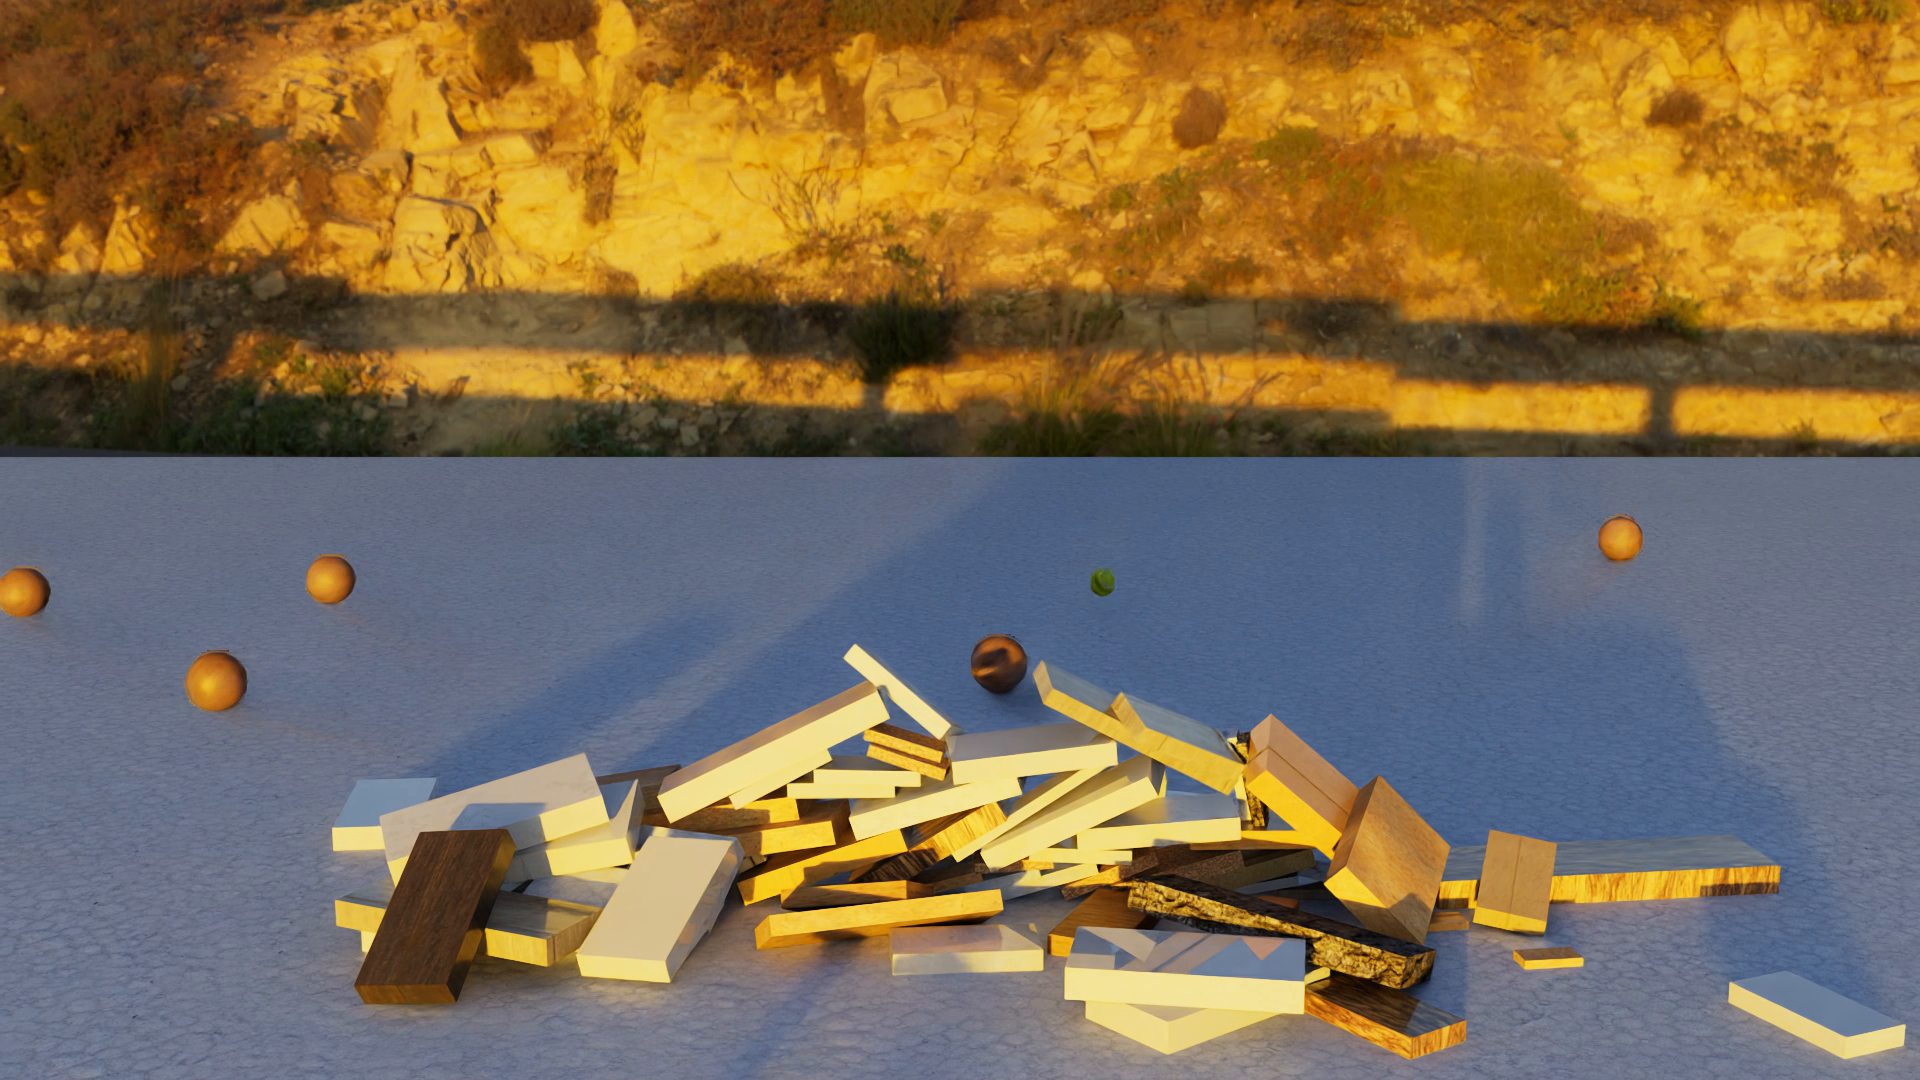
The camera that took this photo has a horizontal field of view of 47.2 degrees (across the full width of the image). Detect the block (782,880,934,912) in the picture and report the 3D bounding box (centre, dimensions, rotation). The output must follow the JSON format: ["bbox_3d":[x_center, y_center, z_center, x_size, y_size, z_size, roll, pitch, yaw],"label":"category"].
[{"bbox_3d":[-0.162,0.567,3.490,0.217,0.031,0.108,-7,-16,21],"label":"block"}]

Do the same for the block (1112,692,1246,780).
[{"bbox_3d":[0.354,0.317,3.561,0.214,0.030,0.107,23,19,-30],"label":"block"}]

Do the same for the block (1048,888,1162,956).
[{"bbox_3d":[0.233,0.609,3.478,0.114,0.032,0.228,5,11,23],"label":"block"}]

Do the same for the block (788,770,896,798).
[{"bbox_3d":[-0.194,0.404,3.655,0.176,0.025,0.088,-1,10,1],"label":"block"}]

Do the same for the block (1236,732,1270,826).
[{"bbox_3d":[0.485,0.396,3.647,0.020,0.142,0.071,-11,8,16],"label":"block"}]

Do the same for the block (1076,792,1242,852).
[{"bbox_3d":[0.321,0.463,3.612,0.264,0.037,0.132,-4,11,1],"label":"block"}]

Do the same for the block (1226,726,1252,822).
[{"bbox_3d":[0.468,0.390,3.675,0.020,0.142,0.071,-11,8,12],"label":"block"}]

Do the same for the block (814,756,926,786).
[{"bbox_3d":[-0.146,0.381,3.635,0.176,0.025,0.088,0,10,8],"label":"block"}]

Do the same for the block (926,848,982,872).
[{"bbox_3d":[-0.081,0.533,3.866,0.288,0.041,0.144,5,11,23],"label":"block"}]

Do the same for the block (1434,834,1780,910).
[{"bbox_3d":[1.063,0.558,3.710,0.589,0.048,0.168,-1,11,-8],"label":"block"}]

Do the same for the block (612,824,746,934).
[{"bbox_3d":[-0.520,0.541,3.576,0.309,0.044,0.154,4,50,23],"label":"block"}]

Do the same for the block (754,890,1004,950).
[{"bbox_3d":[-0.126,0.592,3.429,0.371,0.032,0.114,-3,-19,-18],"label":"block"}]

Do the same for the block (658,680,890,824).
[{"bbox_3d":[-0.309,0.347,3.661,0.395,0.049,0.172,-25,6,-2],"label":"block"}]

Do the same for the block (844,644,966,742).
[{"bbox_3d":[-0.091,0.260,3.683,0.217,0.031,0.108,39,1,18],"label":"block"}]

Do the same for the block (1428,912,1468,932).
[{"bbox_3d":[0.760,0.611,3.519,0.093,0.013,0.046,-2,11,-9],"label":"block"}]

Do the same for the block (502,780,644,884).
[{"bbox_3d":[-0.696,0.484,3.580,0.344,0.049,0.172,-10,26,4],"label":"block"}]

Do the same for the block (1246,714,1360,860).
[{"bbox_3d":[0.611,0.448,3.605,0.337,0.048,0.168,40,28,-11],"label":"block"}]

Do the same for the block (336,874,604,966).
[{"bbox_3d":[-0.753,0.579,3.376,0.395,0.042,0.147,5,12,25],"label":"block"}]

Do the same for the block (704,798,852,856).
[{"bbox_3d":[-0.332,0.488,3.677,0.279,0.040,0.139,-9,7,10],"label":"block"}]

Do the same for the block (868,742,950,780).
[{"bbox_3d":[-0.081,0.357,3.605,0.131,0.019,0.066,18,12,8],"label":"block"}]

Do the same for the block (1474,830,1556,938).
[{"bbox_3d":[0.902,0.555,3.567,0.110,0.031,0.220,11,30,14],"label":"block"}]

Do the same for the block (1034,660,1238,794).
[{"bbox_3d":[0.286,0.305,3.581,0.360,0.030,0.107,27,17,-17],"label":"block"}]

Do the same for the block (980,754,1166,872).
[{"bbox_3d":[0.185,0.439,3.578,0.307,0.037,0.132,-27,9,16],"label":"block"}]

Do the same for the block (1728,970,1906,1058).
[{"bbox_3d":[1.217,0.674,3.133,0.110,0.031,0.220,-5,12,-24],"label":"block"}]

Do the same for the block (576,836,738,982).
[{"bbox_3d":[-0.462,0.563,3.375,0.144,0.041,0.288,1,30,17],"label":"block"}]

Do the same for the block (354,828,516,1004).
[{"bbox_3d":[-0.780,0.559,3.284,0.147,0.042,0.294,-4,40,14],"label":"block"}]

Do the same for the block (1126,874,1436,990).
[{"bbox_3d":[0.483,0.586,3.319,0.434,0.047,0.166,13,0,27],"label":"block"}]

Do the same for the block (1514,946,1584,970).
[{"bbox_3d":[0.900,0.640,3.366,0.093,0.013,0.046,-1,11,-8],"label":"block"}]

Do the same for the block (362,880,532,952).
[{"bbox_3d":[-0.811,0.593,3.532,0.154,0.044,0.309,3,11,15],"label":"block"}]

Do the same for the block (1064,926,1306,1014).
[{"bbox_3d":[0.325,0.614,3.151,0.333,0.047,0.167,2,11,9],"label":"block"}]

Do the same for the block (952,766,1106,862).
[{"bbox_3d":[0.119,0.431,3.615,0.310,0.019,0.066,-33,7,0],"label":"block"}]
